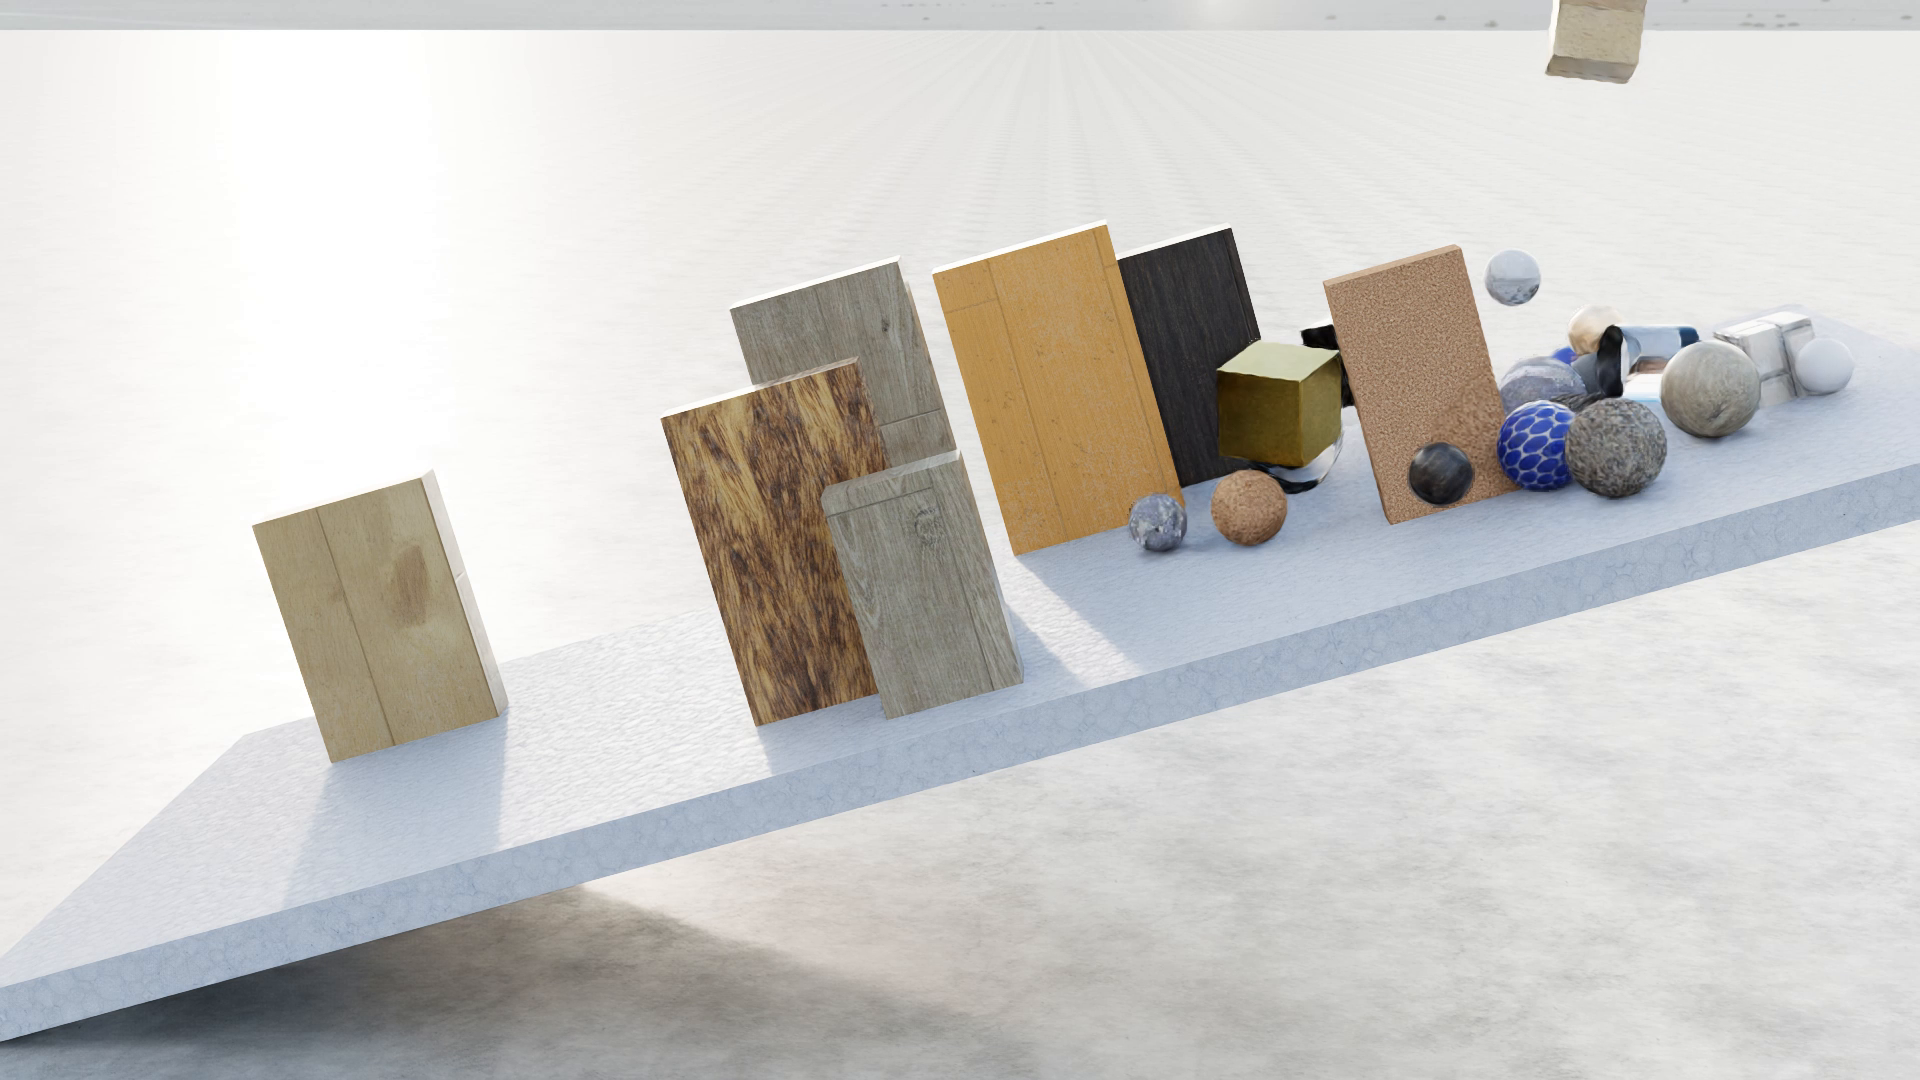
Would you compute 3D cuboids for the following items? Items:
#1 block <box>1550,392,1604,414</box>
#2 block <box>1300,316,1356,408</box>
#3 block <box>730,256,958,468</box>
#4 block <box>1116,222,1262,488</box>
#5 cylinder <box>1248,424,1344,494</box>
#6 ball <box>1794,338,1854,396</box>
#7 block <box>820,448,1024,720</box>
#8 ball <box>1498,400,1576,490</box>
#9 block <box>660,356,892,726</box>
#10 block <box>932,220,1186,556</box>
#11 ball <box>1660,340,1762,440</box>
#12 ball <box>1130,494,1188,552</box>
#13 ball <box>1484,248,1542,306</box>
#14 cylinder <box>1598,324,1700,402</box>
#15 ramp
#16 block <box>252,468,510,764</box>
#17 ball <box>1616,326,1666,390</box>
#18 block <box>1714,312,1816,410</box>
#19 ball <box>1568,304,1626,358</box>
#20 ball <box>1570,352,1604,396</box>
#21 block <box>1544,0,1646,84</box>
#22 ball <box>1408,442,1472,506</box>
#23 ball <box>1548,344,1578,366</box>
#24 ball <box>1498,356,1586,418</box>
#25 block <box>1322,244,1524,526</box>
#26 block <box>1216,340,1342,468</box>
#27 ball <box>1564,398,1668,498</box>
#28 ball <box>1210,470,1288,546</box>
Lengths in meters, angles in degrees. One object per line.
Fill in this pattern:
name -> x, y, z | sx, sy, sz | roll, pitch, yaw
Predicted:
block -> 1.253, -0.225, 6.063 | 0.121, 0.121, 0.121 | -22, 11, -29
block -> 0.987, -0.450, 7.097 | 0.205, 0.205, 0.205 | -25, 11, -41
block -> -0.196, -0.178, 6.253 | 0.366, 0.773, 0.138 | -16, 10, 5
block -> 0.517, -0.425, 7.073 | 0.425, 0.570, 0.145 | -16, 10, 5
cylinder -> 0.758, -0.221, 6.635 | 0.196, 0.196, 0.196 | 3, 14, 13
ball -> 1.748, -0.351, 5.949 | 0.117, 0.117, 0.117 | 0, 11, 0
block -> -0.068, 0.083, 5.559 | 0.267, 0.440, 0.137 | -16, 10, 5
ball -> 1.157, -0.187, 5.835 | 0.179, 0.179, 0.179 | 0, 11, 0
block -> -0.301, 0.003, 5.798 | 0.397, 0.641, 0.111 | -16, 10, 5
block -> 0.230, -0.352, 6.805 | 0.413, 0.681, 0.141 | -16, 10, 5
ball -> 1.494, -0.299, 5.857 | 0.197, 0.197, 0.197 | 0, 11, 0
ball -> 0.428, -0.036, 6.350 | 0.126, 0.126, 0.126 | 0, 11, 0
ball -> 1.098, -0.523, 5.843 | 0.115, 0.115, 0.115 | 0, 11, 0
cylinder -> 1.438, -0.368, 6.131 | 0.164, 0.164, 0.164 | -1, 11, -11
ramp -> 0.088, 0.188, 6.322 | 4.000, 0.100, 2.000 | -16, 10, 5
block -> -1.322, 0.173, 6.729 | 0.405, 0.575, 0.132 | -16, 10, 5
ball -> 1.513, -0.409, 6.611 | 0.142, 0.142, 0.142 | 0, 11, 0
block -> 1.677, -0.372, 6.092 | 0.155, 0.155, 0.155 | -17, 10, -3
ball -> 1.416, -0.458, 6.528 | 0.131, 0.131, 0.131 | 0, 11, 0
ball -> 1.378, -0.331, 6.369 | 0.149, 0.149, 0.149 | 0, 11, 0
block -> 1.433, -1.152, 6.630 | 0.189, 0.189, 0.189 | 8, -4, 6
ball -> 0.936, -0.128, 5.730 | 0.123, 0.123, 0.123 | 0, 11, 0
ball -> 1.383, -0.375, 6.654 | 0.134, 0.134, 0.134 | 0, 11, 0
ball -> 1.235, -0.292, 6.251 | 0.195, 0.195, 0.195 | 0, 11, 0
block -> 0.936, -0.315, 5.951 | 0.276, 0.504, 0.105 | -16, 10, 5
block -> 0.674, -0.288, 6.194 | 0.192, 0.192, 0.192 | 10, 27, 30
ball -> 1.245, -0.176, 5.586 | 0.191, 0.191, 0.191 | 0, 11, 0
ball -> 0.603, -0.068, 6.140 | 0.159, 0.159, 0.159 | 0, 11, 0
